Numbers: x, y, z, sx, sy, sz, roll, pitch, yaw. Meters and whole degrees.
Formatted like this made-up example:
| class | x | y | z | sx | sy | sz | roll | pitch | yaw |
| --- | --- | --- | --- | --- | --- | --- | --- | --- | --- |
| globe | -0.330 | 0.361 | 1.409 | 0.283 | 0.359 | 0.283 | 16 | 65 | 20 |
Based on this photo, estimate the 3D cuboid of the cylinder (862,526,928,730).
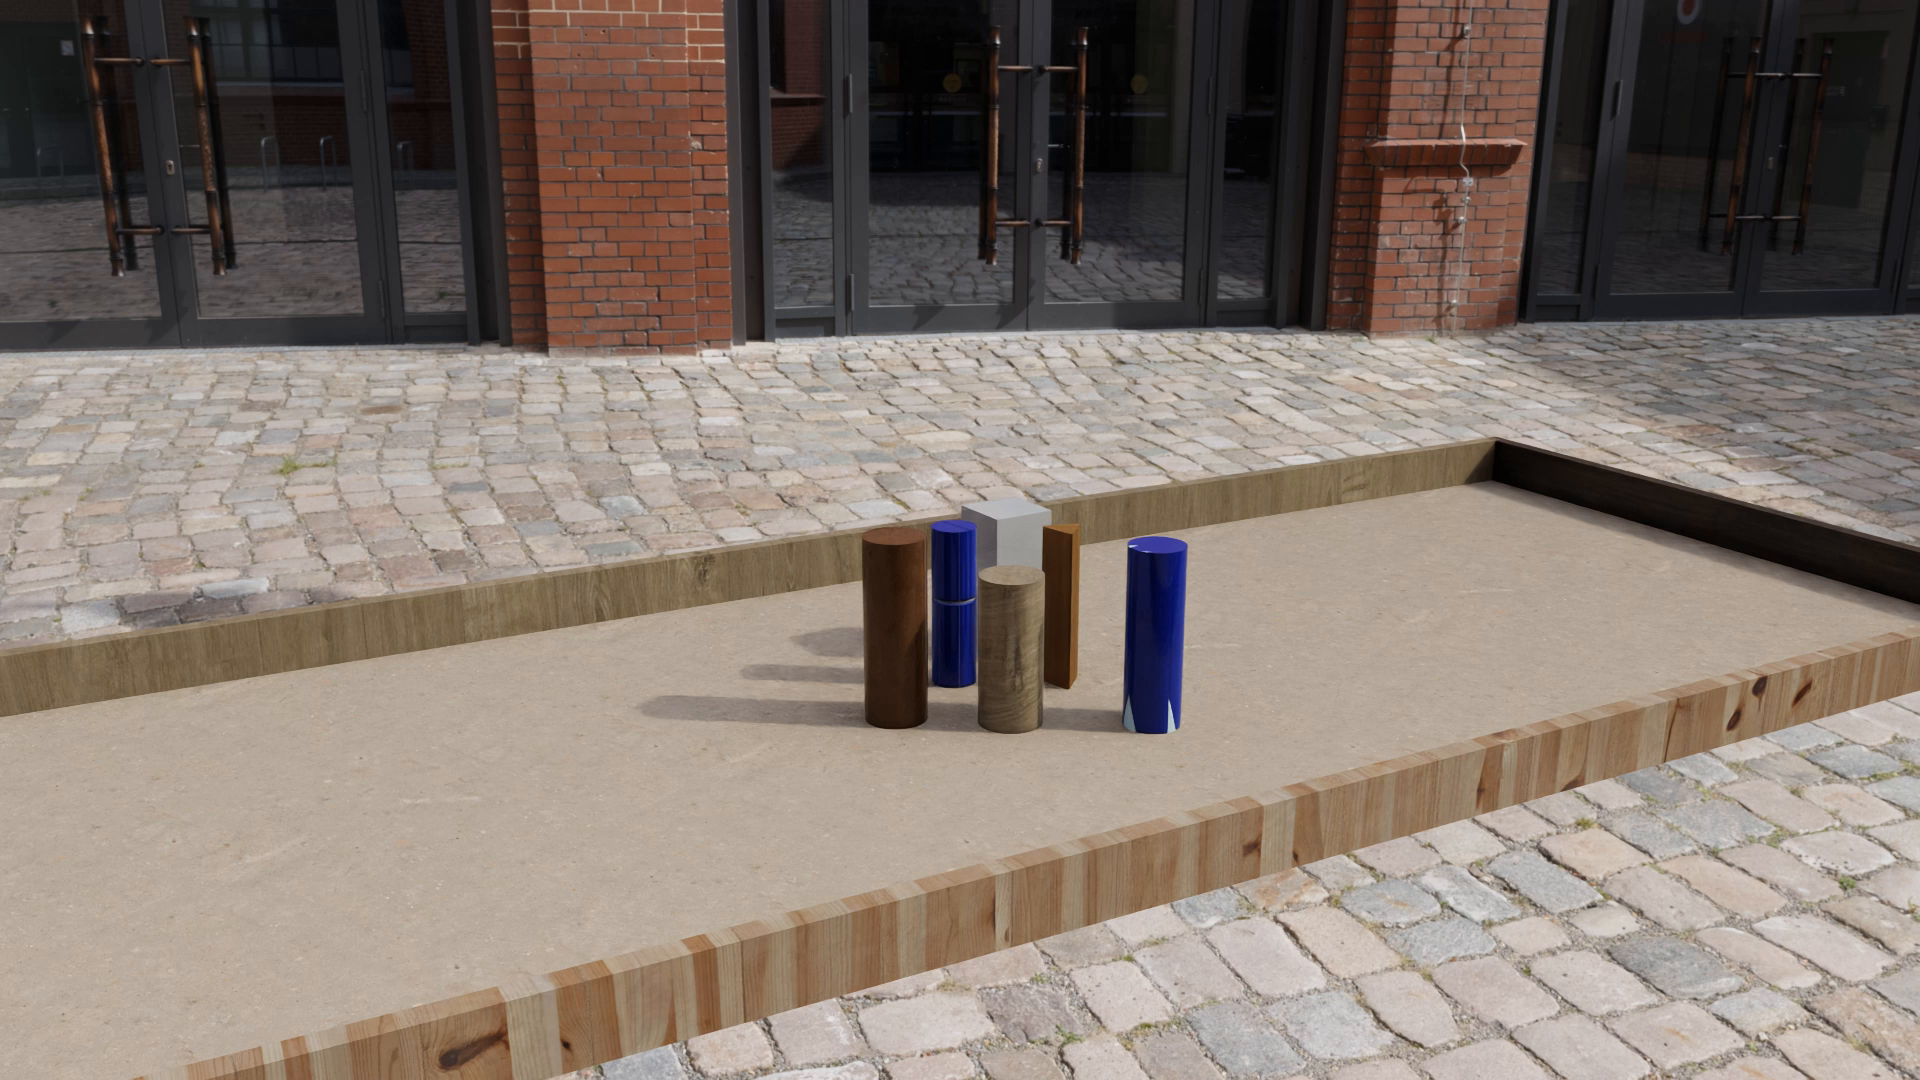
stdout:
| class | x | y | z | sx | sy | sz | roll | pitch | yaw |
| --- | --- | --- | --- | --- | --- | --- | --- | --- | --- |
| cylinder | -0.151 | 0.206 | 3.859 | 0.151 | 0.449 | 0.151 | 0 | 16 | 0 |

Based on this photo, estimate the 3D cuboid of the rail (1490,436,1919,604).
| class | x | y | z | sx | sy | sz | roll | pitch | yaw |
| --- | --- | --- | --- | --- | --- | --- | --- | --- | --- |
| rail | 2.466 | -0.048 | 5.253 | 0.050 | 0.150 | 2.100 | -9 | 18 | -27 |

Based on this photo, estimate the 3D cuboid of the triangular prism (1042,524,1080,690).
| class | x | y | z | sx | sy | sz | roll | pitch | yaw |
| --- | --- | --- | --- | --- | --- | --- | --- | --- | --- |
| triangular prism | 0.266 | 0.161 | 4.095 | 0.083 | 0.402 | 0.095 | -15 | 22 | -42 |

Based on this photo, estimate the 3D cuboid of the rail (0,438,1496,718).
| class | x | y | z | sx | sy | sz | roll | pitch | yaw |
| --- | --- | --- | --- | --- | --- | --- | --- | --- | --- |
| rail | -3.305 | 0.497 | 3.399 | 12.000 | 0.150 | 0.050 | -9 | 18 | -27 |

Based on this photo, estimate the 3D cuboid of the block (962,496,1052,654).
| class | x | y | z | sx | sy | sz | roll | pitch | yaw |
| --- | --- | --- | --- | --- | --- | --- | --- | --- | --- |
| block | 0.119 | 0.102 | 4.324 | 0.168 | 0.386 | 0.168 | -10 | 19 | -31 |

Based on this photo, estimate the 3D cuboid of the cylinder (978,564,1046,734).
| class | x | y | z | sx | sy | sz | roll | pitch | yaw |
| --- | --- | --- | --- | --- | --- | --- | --- | --- | --- |
| cylinder | 0.119 | 0.254 | 3.846 | 0.154 | 0.363 | 0.154 | 0 | 16 | 0 |

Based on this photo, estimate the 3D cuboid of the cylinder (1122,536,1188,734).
| class | x | y | z | sx | sy | sz | roll | pitch | yaw |
| --- | --- | --- | --- | --- | --- | --- | --- | --- | --- |
| cylinder | 0.451 | 0.221 | 3.826 | 0.137 | 0.438 | 0.137 | 0 | 16 | 0 |

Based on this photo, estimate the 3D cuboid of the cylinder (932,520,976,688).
| class | x | y | z | sx | sy | sz | roll | pitch | yaw |
| --- | --- | --- | --- | --- | --- | --- | --- | --- | --- |
| cylinder | -0.015 | 0.160 | 4.096 | 0.112 | 0.403 | 0.112 | 0 | 16 | 0 |

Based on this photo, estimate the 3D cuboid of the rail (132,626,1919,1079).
| class | x | y | z | sx | sy | sz | roll | pitch | yaw |
| --- | --- | --- | --- | --- | --- | --- | --- | --- | --- |
| rail | -2.336 | 1.006 | 1.665 | 12.000 | 0.150 | 0.050 | -9 | 18 | -27 |
